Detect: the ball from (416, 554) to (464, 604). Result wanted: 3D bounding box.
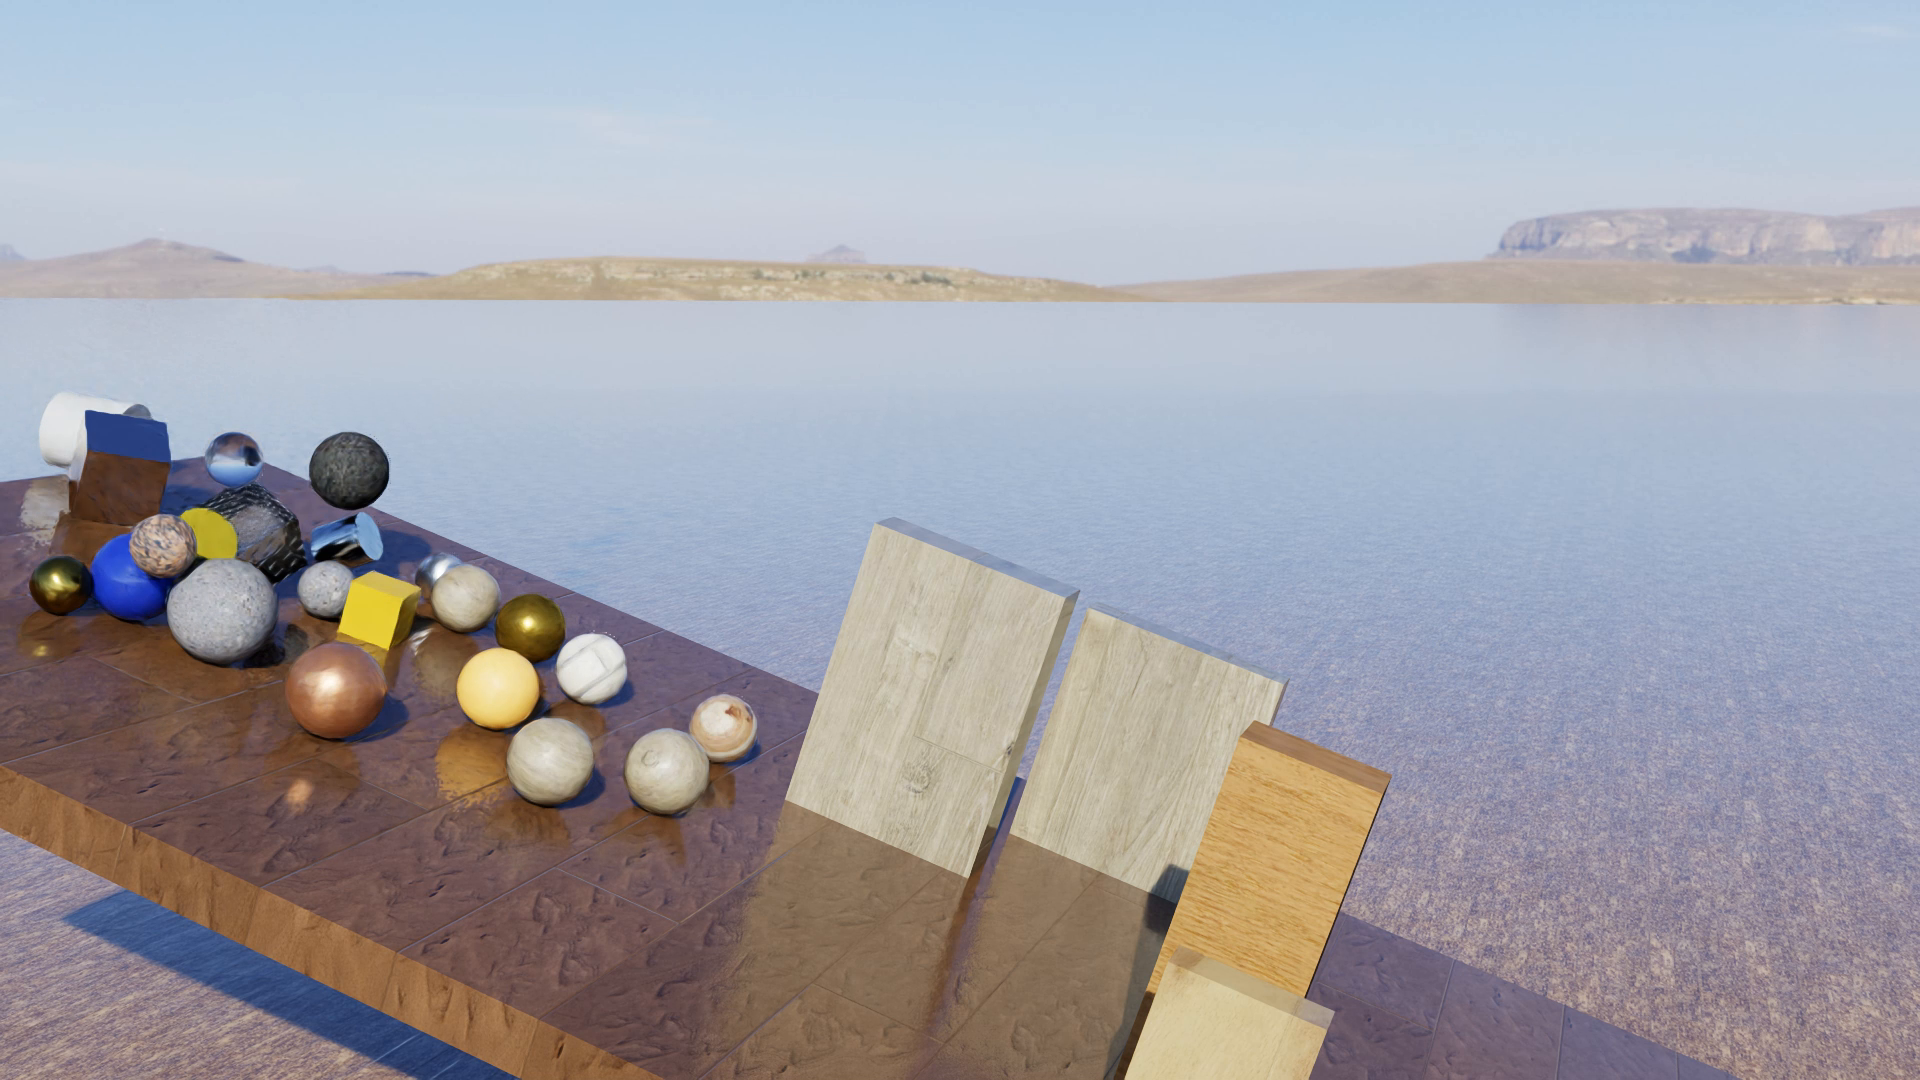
[{"bbox_3d":[-1.165,0.089,4.950,0.119,0.119,0.119,0,7,0],"label":"ball"}]

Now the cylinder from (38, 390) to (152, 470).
[{"bbox_3d":[-1.979,-0.240,5.045,0.179,0.179,0.179,10,8,9],"label":"cylinder"}]

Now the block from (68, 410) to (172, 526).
[{"bbox_3d":[-1.837,-0.155,4.806,0.172,0.172,0.172,10,29,-29],"label":"block"}]

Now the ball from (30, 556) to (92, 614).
[{"bbox_3d":[-1.708,0.085,4.178,0.111,0.111,0.111,0,7,0],"label":"ball"}]

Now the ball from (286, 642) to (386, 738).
[{"bbox_3d":[-1.140,0.274,4.018,0.178,0.178,0.178,0,7,0],"label":"ball"}]

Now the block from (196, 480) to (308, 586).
[{"bbox_3d":[-1.478,0.000,4.559,0.158,0.158,0.158,38,56,21],"label":"block"}]

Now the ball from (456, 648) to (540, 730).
[{"bbox_3d":[-0.908,0.293,4.325,0.160,0.160,0.160,0,7,0],"label":"ball"}]

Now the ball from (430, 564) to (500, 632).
[{"bbox_3d":[-1.083,0.128,4.822,0.150,0.150,0.150,0,7,0],"label":"ball"}]

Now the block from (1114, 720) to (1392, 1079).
[{"bbox_3d":[0.476,0.649,3.615,0.240,0.648,0.141,21,12,14],"label":"block"}]

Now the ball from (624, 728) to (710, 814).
[{"bbox_3d":[-0.557,0.440,4.179,0.164,0.164,0.164,0,7,0],"label":"ball"}]

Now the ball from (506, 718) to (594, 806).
[{"bbox_3d":[-0.753,0.407,4.041,0.161,0.161,0.161,0,7,0],"label":"ball"}]

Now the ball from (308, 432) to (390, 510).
[{"bbox_3d":[-1.343,-0.152,4.838,0.172,0.172,0.172,0,7,0],"label":"ball"}]

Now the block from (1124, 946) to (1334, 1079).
[{"bbox_3d":[0.358,0.831,3.214,0.243,0.404,0.084,21,12,14],"label":"block"}]

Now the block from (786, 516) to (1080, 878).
[{"bbox_3d":[-0.058,0.313,4.424,0.412,0.606,0.122,21,12,14],"label":"block"}]

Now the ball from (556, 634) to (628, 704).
[{"bbox_3d":[-0.776,0.272,4.636,0.151,0.151,0.151,0,7,0],"label":"ball"}]

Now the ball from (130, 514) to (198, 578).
[{"bbox_3d":[-1.488,0.011,4.109,0.120,0.120,0.120,0,7,0],"label":"ball"}]

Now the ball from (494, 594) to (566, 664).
[{"bbox_3d":[-0.929,0.192,4.760,0.152,0.152,0.152,0,7,0],"label":"ball"}]

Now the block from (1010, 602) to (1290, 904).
[{"bbox_3d":[0.398,0.457,4.656,0.438,0.525,0.091,21,12,14],"label":"block"}]

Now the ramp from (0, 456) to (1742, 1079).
[{"bbox_3d":[-0.346,0.644,4.219,4.000,0.100,2.000,21,12,14],"label":"ramp"}]

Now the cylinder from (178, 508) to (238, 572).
[{"bbox_3d":[-1.532,0.025,4.391,0.130,0.130,0.130,-8,-23,-48],"label":"cylinder"}]

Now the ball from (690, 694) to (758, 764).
[{"bbox_3d":[-0.489,0.391,4.550,0.142,0.142,0.142,0,7,0],"label":"ball"}]

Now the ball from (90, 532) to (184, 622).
[{"bbox_3d":[-1.595,0.071,4.261,0.173,0.173,0.173,0,7,0],"label":"ball"}]

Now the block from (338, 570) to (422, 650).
[{"bbox_3d":[-1.219,0.146,4.624,0.114,0.114,0.114,19,12,3],"label":"block"}]

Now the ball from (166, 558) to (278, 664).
[{"bbox_3d":[-1.403,0.134,4.189,0.203,0.203,0.203,0,7,0],"label":"ball"}]

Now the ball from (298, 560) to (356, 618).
[{"bbox_3d":[-1.329,0.105,4.624,0.122,0.122,0.122,0,7,0],"label":"ball"}]

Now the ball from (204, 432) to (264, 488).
[{"bbox_3d":[-1.489,-0.165,4.511,0.116,0.116,0.116,0,7,0],"label":"ball"}]

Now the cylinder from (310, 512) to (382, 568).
[{"bbox_3d":[-1.354,0.008,4.858,0.111,0.111,0.111,-18,4,11],"label":"cylinder"}]
